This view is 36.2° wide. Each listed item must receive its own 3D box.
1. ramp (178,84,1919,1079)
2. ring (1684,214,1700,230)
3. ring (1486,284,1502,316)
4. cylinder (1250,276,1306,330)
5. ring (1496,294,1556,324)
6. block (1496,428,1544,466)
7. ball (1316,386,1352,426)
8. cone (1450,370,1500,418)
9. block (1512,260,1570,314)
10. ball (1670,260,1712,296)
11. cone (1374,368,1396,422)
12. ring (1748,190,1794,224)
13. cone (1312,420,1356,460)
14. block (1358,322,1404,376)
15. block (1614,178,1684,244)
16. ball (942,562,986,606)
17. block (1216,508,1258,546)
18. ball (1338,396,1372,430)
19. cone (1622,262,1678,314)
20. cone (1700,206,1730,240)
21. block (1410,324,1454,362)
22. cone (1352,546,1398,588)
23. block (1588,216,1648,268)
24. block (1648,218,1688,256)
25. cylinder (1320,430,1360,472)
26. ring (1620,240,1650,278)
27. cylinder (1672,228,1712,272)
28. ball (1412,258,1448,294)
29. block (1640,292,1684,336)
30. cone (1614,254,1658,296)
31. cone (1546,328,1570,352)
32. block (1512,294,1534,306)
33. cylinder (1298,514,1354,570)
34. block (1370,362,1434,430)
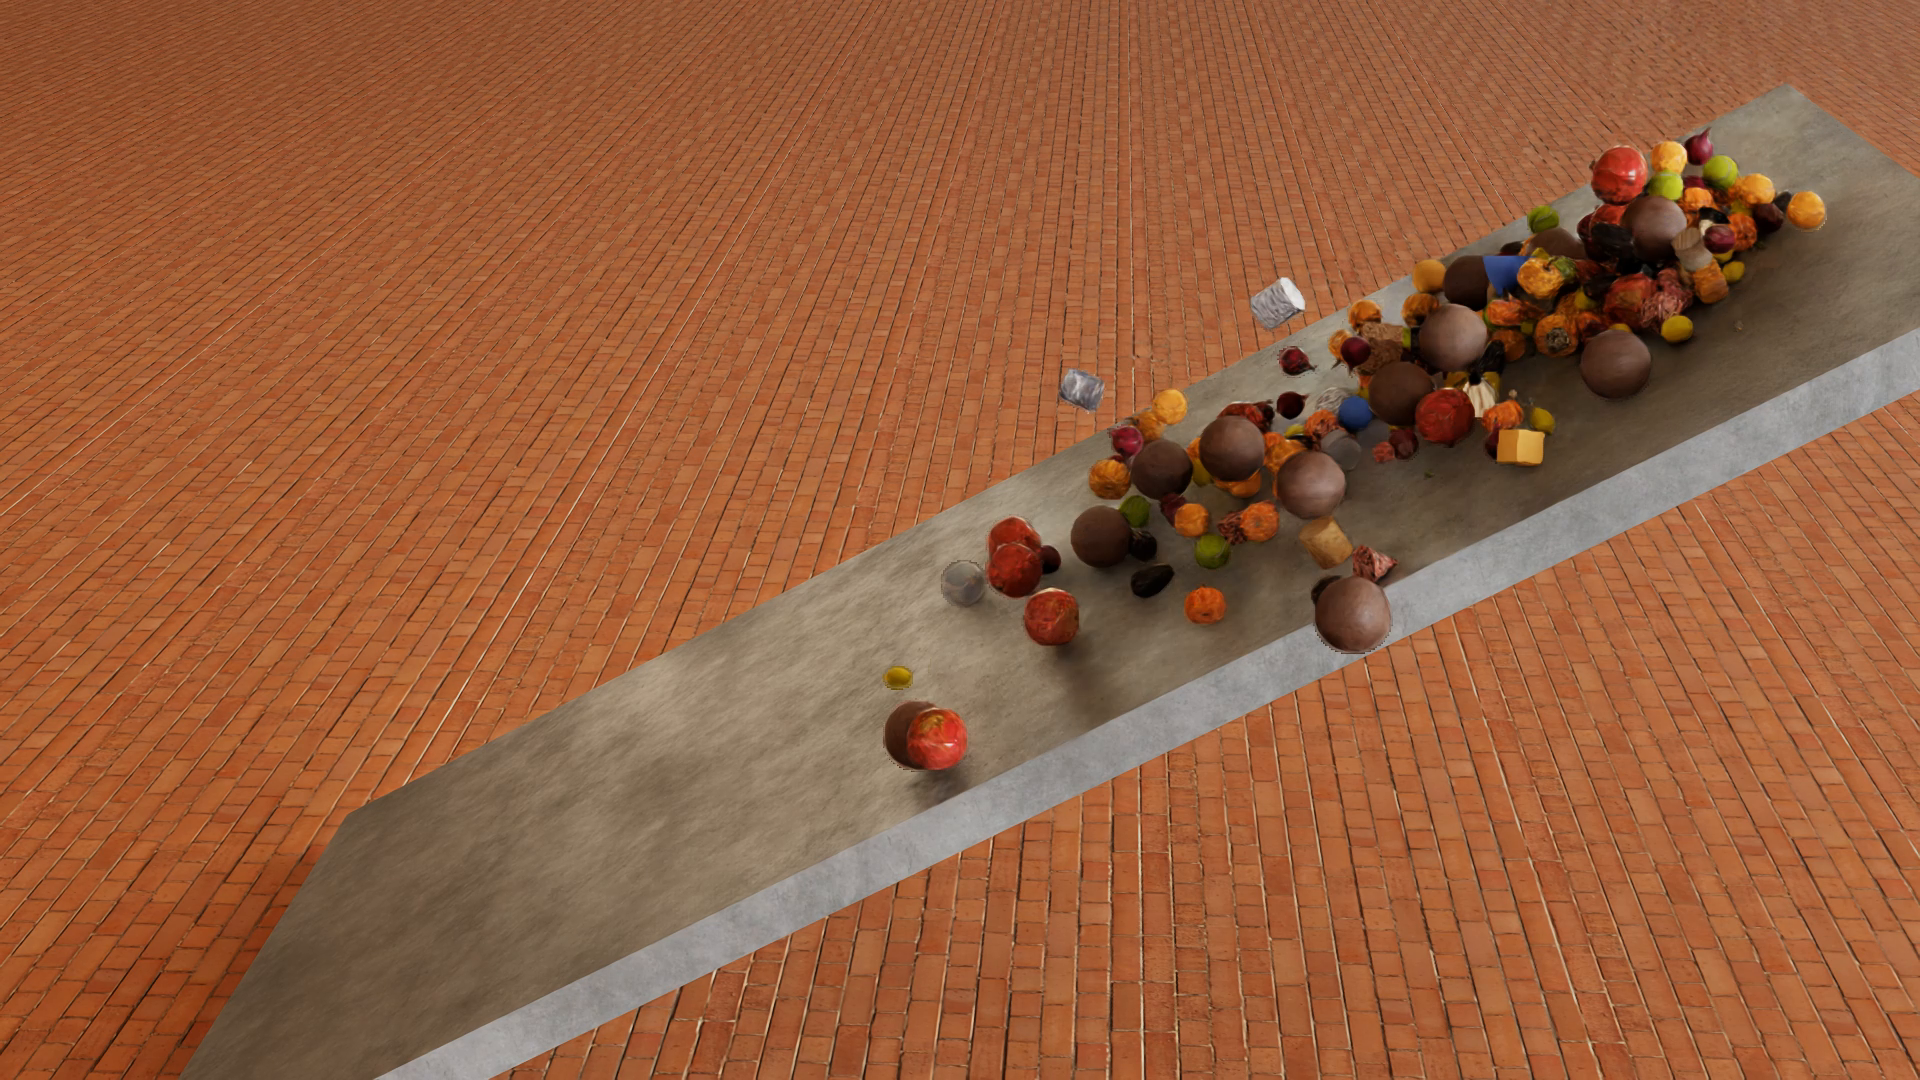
[{"bbox_3d":[0.141,0.167,6.282,4.000,0.100,2.000,-27,14,11],"label":"ramp"},{"bbox_3d":[1.498,-0.643,6.143,0.110,0.037,0.110,-28,13,7],"label":"ring"},{"bbox_3d":[1.158,-0.515,6.284,0.028,0.084,0.084,-22,26,-29],"label":"ring"},{"bbox_3d":[0.679,-0.506,6.291,0.083,0.083,0.083,-33,2,27],"label":"cylinder"},{"bbox_3d":[1.189,-0.493,6.175,0.130,0.043,0.130,-13,27,7],"label":"ring"},{"bbox_3d":[1.018,-0.168,5.344,0.058,0.058,0.058,7,-4,-27],"label":"block"},{"bbox_3d":[0.789,-0.280,6.182,0.083,0.083,0.083,0,18,0],"label":"ball"},{"bbox_3d":[0.999,-0.304,5.706,0.095,0.095,0.095,-4,58,6],"label":"cone"},{"bbox_3d":[1.175,-0.518,5.970,0.078,0.078,0.078,24,12,-13],"label":"block"},{"bbox_3d":[1.427,-0.514,5.742,0.079,0.079,0.079,0,18,0],"label":"ball"},{"bbox_3d":[0.892,-0.285,6.068,0.099,0.099,0.099,7,63,21],"label":"cone"},{"bbox_3d":[1.643,-0.675,5.963,0.101,0.034,0.101,-34,9,6],"label":"ring"},{"bbox_3d":[0.784,-0.207,6.029,0.087,0.087,0.087,-6,18,-39],"label":"cone"},{"bbox_3d":[0.879,-0.397,6.146,0.085,0.085,0.085,7,28,4],"label":"block"},{"bbox_3d":[1.418,-0.677,6.053,0.092,0.092,0.092,-17,-6,-10],"label":"block"},{"bbox_3d":[0.008,0.094,6.396,0.095,0.095,0.095,0,18,0],"label":"ball"},{"bbox_3d":[0.551,-0.026,5.834,0.050,0.050,0.050,-16,20,44],"label":"block"},{"bbox_3d":[0.818,-0.263,6.089,0.071,0.071,0.071,0,18,0],"label":"ball"},{"bbox_3d":[1.344,-0.481,5.804,0.098,0.098,0.098,-43,15,10],"label":"cone"},{"bbox_3d":[1.468,-0.610,5.778,0.065,0.065,0.065,30,-8,4],"label":"cone"},{"bbox_3d":[0.965,-0.404,6.009,0.065,0.065,0.065,9,15,34],"label":"block"},{"bbox_3d":[0.750,0.043,5.233,0.076,0.076,0.076,-6,19,-24],"label":"cone"},{"bbox_3d":[1.385,-0.633,6.185,0.075,0.075,0.075,-36,-8,-21],"label":"block"},{"bbox_3d":[1.412,-0.604,5.864,0.072,0.072,0.072,2,10,13],"label":"block"},{"bbox_3d":[0.764,-0.180,5.904,0.070,0.070,0.070,-1,14,-4],"label":"cylinder"},{"bbox_3d":[1.346,-0.560,5.863,0.081,0.081,0.027,-18,48,-44],"label":"ring"},{"bbox_3d":[1.401,-0.555,5.629,0.059,0.059,0.059,-25,34,18],"label":"cylinder"},{"bbox_3d":[1.077,-0.605,6.748,0.081,0.081,0.081,0,18,0],"label":"ball"},{"bbox_3d":[1.335,-0.431,5.596,0.054,0.054,0.054,21,-23,-18],"label":"block"},{"bbox_3d":[1.347,-0.554,5.931,0.092,0.092,0.092,16,-15,41],"label":"cone"},{"bbox_3d":[1.173,-0.384,5.711,0.050,0.050,0.050,-7,17,-21],"label":"cone"},{"bbox_3d":[1.188,-0.526,6.123,0.057,0.057,0.057,13,34,38],"label":"block"},{"bbox_3d":[0.675,0.005,5.419,0.072,0.072,0.072,-33,18,12],"label":"cylinder"},{"bbox_3d":[0.894,-0.290,5.946,0.082,0.082,0.082,34,42,10],"label":"block"}]
